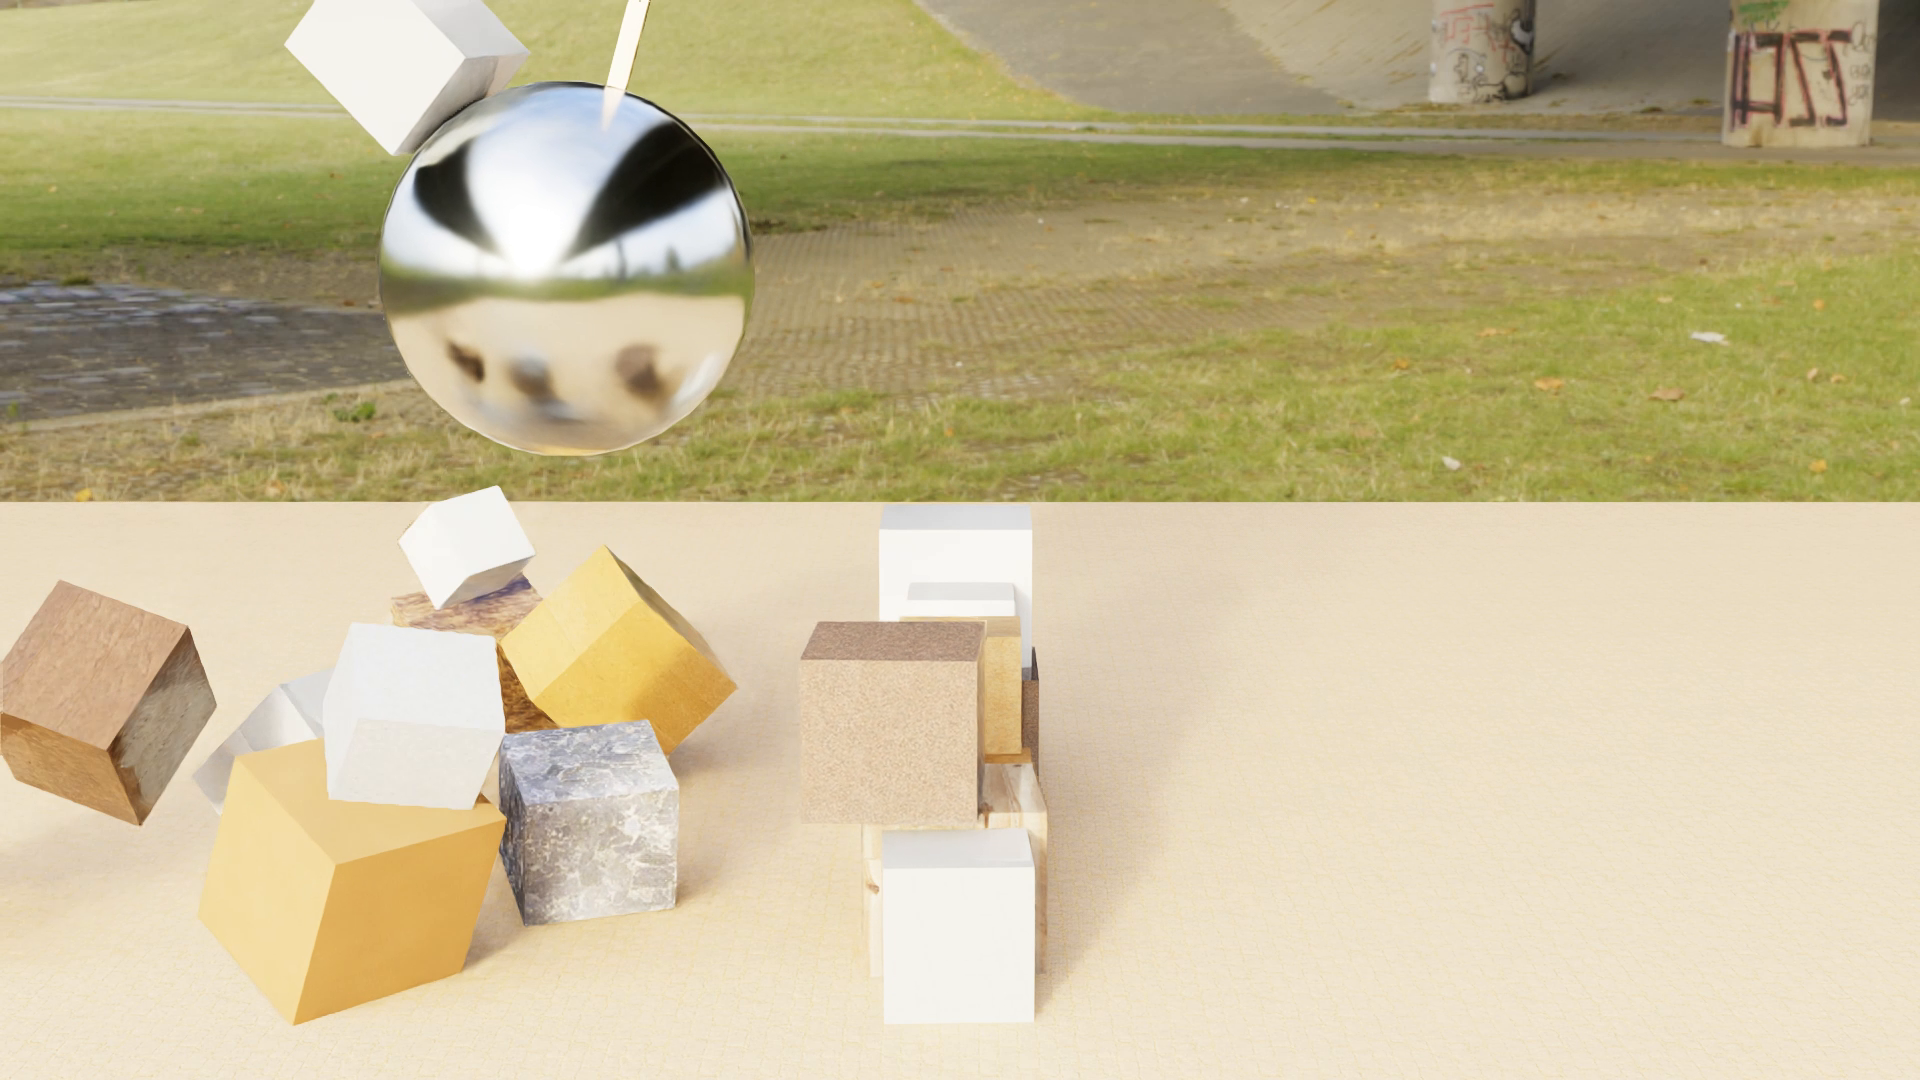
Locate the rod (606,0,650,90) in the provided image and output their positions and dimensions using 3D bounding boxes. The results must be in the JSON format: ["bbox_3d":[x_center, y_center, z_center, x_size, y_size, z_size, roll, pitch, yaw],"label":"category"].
[{"bbox_3d":[-0.724,-4.368,10.386,0.080,5.200,0.080,16,10,-3],"label":"rod"}]

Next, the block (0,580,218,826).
[{"bbox_3d":[-3.458,0.659,10.321,0.580,0.622,0.613,19,57,9],"label":"block"}]

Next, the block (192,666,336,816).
[{"bbox_3d":[-2.833,1.019,11.372,0.696,0.616,0.615,-42,-10,26],"label":"block"}]

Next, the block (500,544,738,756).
[{"bbox_3d":[-1.705,0.626,12.810,0.721,0.773,0.618,-43,36,0],"label":"block"}]

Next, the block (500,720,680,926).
[{"bbox_3d":[-1.585,1.197,10.914,0.643,0.595,0.580,-5,27,-19],"label":"block"}]

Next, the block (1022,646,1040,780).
[{"bbox_3d":[0.002,0.952,12.239,0.726,0.749,0.718,0,10,0],"label":"block"}]

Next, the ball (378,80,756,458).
[{"bbox_3d":[-1.671,-1.155,10.970,1.600,1.600,1.600,0,10,0],"label":"ball"}]

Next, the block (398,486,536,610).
[{"bbox_3d":[-2.510,0.038,13.075,0.433,0.416,0.380,-20,-15,-45],"label":"block"}]

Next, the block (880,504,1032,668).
[{"bbox_3d":[-0.017,0.213,12.375,0.714,0.657,0.707,0,10,1],"label":"block"}]

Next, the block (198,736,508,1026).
[{"bbox_3d":[-2.341,1.261,9.869,0.683,0.770,0.778,38,31,31],"label":"block"}]

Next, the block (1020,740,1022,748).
[{"bbox_3d":[0.000,1.184,11.637,0.559,0.506,0.531,0,10,0],"label":"block"}]

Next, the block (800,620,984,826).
[{"bbox_3d":[-0.255,0.712,10.135,0.675,0.646,0.705,0,10,3],"label":"block"}]

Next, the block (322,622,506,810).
[{"bbox_3d":[-2.064,0.667,9.667,0.545,0.478,0.465,7,44,-25],"label":"block"}]

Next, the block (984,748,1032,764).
[{"bbox_3d":[0.006,1.249,11.079,0.606,0.578,0.572,0,10,0],"label":"block"}]

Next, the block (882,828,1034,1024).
[{"bbox_3d":[-0.013,1.468,9.803,0.562,0.604,0.500,0,10,-2],"label":"block"}]

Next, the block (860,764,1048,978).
[{"bbox_3d":[-0.039,1.328,10.410,0.718,0.663,0.730,-1,10,-3],"label":"block"}]

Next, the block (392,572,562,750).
[{"bbox_3d":[-2.510,0.660,13.432,0.715,0.629,0.673,-12,33,-27],"label":"block"}]

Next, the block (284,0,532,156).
[{"bbox_3d":[-2.347,-2.093,10.934,0.670,0.554,0.556,46,23,5],"label":"block"}]

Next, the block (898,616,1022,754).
[{"bbox_3d":[-0.003,0.639,11.393,0.543,0.520,0.518,0,8,1],"label":"block"}]

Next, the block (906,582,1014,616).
[{"bbox_3d":[0.004,0.436,11.842,0.485,0.408,0.421,0,10,1],"label":"block"}]
